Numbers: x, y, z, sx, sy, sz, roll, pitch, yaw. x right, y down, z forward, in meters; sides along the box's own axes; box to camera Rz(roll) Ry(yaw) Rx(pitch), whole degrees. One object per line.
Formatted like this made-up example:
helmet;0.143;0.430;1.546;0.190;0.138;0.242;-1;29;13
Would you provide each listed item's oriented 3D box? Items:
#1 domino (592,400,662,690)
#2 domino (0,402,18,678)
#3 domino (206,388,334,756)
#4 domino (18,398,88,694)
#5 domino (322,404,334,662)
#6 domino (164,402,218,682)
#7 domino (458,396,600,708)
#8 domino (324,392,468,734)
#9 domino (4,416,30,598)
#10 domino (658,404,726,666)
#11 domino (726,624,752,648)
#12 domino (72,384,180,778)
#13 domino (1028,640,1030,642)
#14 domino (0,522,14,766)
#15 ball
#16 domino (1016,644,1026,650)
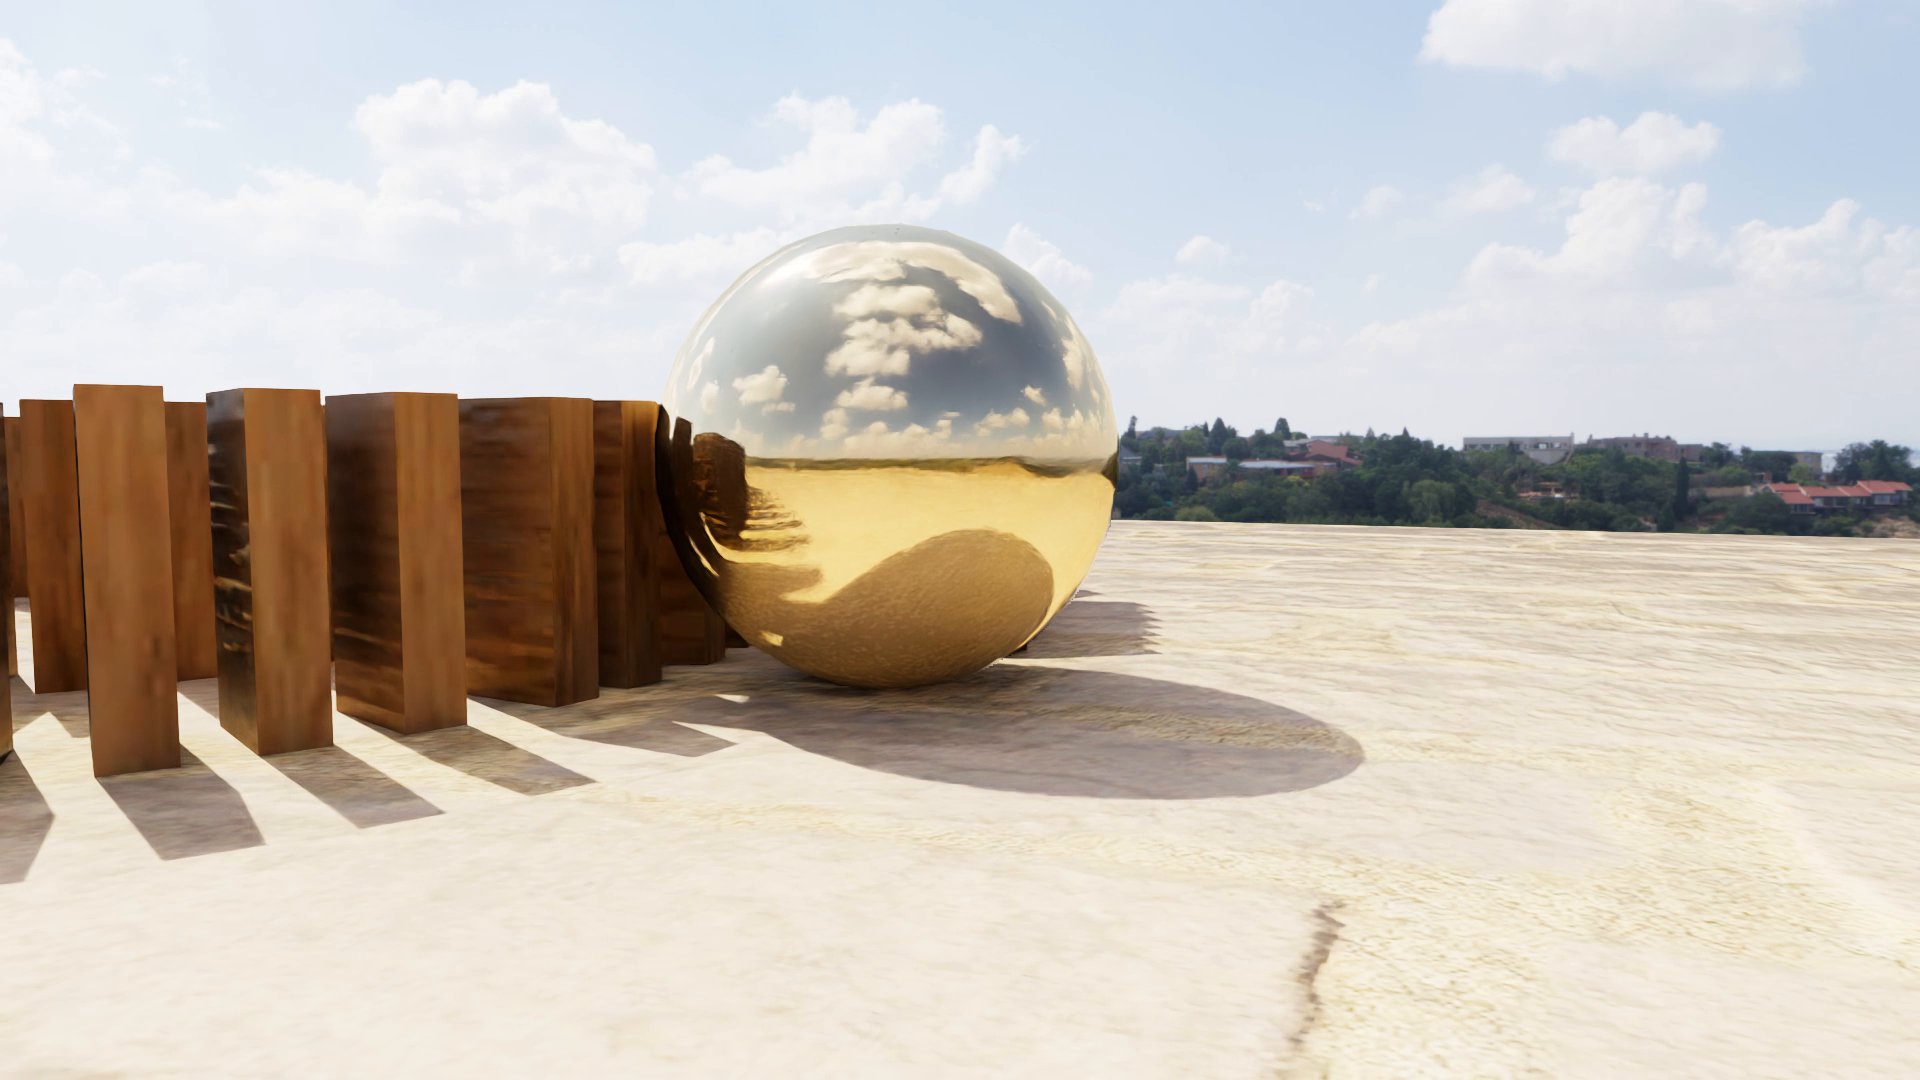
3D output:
domino;-0.067;0.000;0.230;0.025;0.050;0.009;2;5;25
domino;-0.174;0.001;0.223;0.009;0.050;0.025;-2;5;-21
domino;-0.100;0.004;0.185;0.009;0.050;0.025;-4;6;-40
domino;-0.160;0.000;0.230;0.009;0.050;0.025;-3;5;-30
domino;-0.134;-0.002;0.256;0.025;0.050;0.009;2;5;25
domino;-0.146;0.000;0.239;0.009;0.050;0.025;-4;6;-41
domino;-0.074;0.001;0.216;0.025;0.050;0.009;2;5;30
domino;-0.087;0.003;0.198;0.025;0.050;0.009;4;6;43
domino;-0.271;-0.010;0.364;0.025;0.050;0.010;3;5;33
domino;-0.060;-0.001;0.252;0.025;0.050;0.010;1;4;13
domino;-0.056;-0.003;0.272;0.025;0.050;0.009;0;4;7
domino;-0.114;0.004;0.175;0.009;0.050;0.025;-3;5;-35
domino;0.004;-0.001;0.288;0.025;0.050;0.010;1;-36;4
domino;-0.130;0.005;0.164;0.010;0.050;0.025;-2;5;-29
ball;-0.012;-0.014;0.224;0.080;0.080;0.080;0;4;0
domino;0.002;0.000;0.276;0.025;0.050;0.009;0;-36;4
